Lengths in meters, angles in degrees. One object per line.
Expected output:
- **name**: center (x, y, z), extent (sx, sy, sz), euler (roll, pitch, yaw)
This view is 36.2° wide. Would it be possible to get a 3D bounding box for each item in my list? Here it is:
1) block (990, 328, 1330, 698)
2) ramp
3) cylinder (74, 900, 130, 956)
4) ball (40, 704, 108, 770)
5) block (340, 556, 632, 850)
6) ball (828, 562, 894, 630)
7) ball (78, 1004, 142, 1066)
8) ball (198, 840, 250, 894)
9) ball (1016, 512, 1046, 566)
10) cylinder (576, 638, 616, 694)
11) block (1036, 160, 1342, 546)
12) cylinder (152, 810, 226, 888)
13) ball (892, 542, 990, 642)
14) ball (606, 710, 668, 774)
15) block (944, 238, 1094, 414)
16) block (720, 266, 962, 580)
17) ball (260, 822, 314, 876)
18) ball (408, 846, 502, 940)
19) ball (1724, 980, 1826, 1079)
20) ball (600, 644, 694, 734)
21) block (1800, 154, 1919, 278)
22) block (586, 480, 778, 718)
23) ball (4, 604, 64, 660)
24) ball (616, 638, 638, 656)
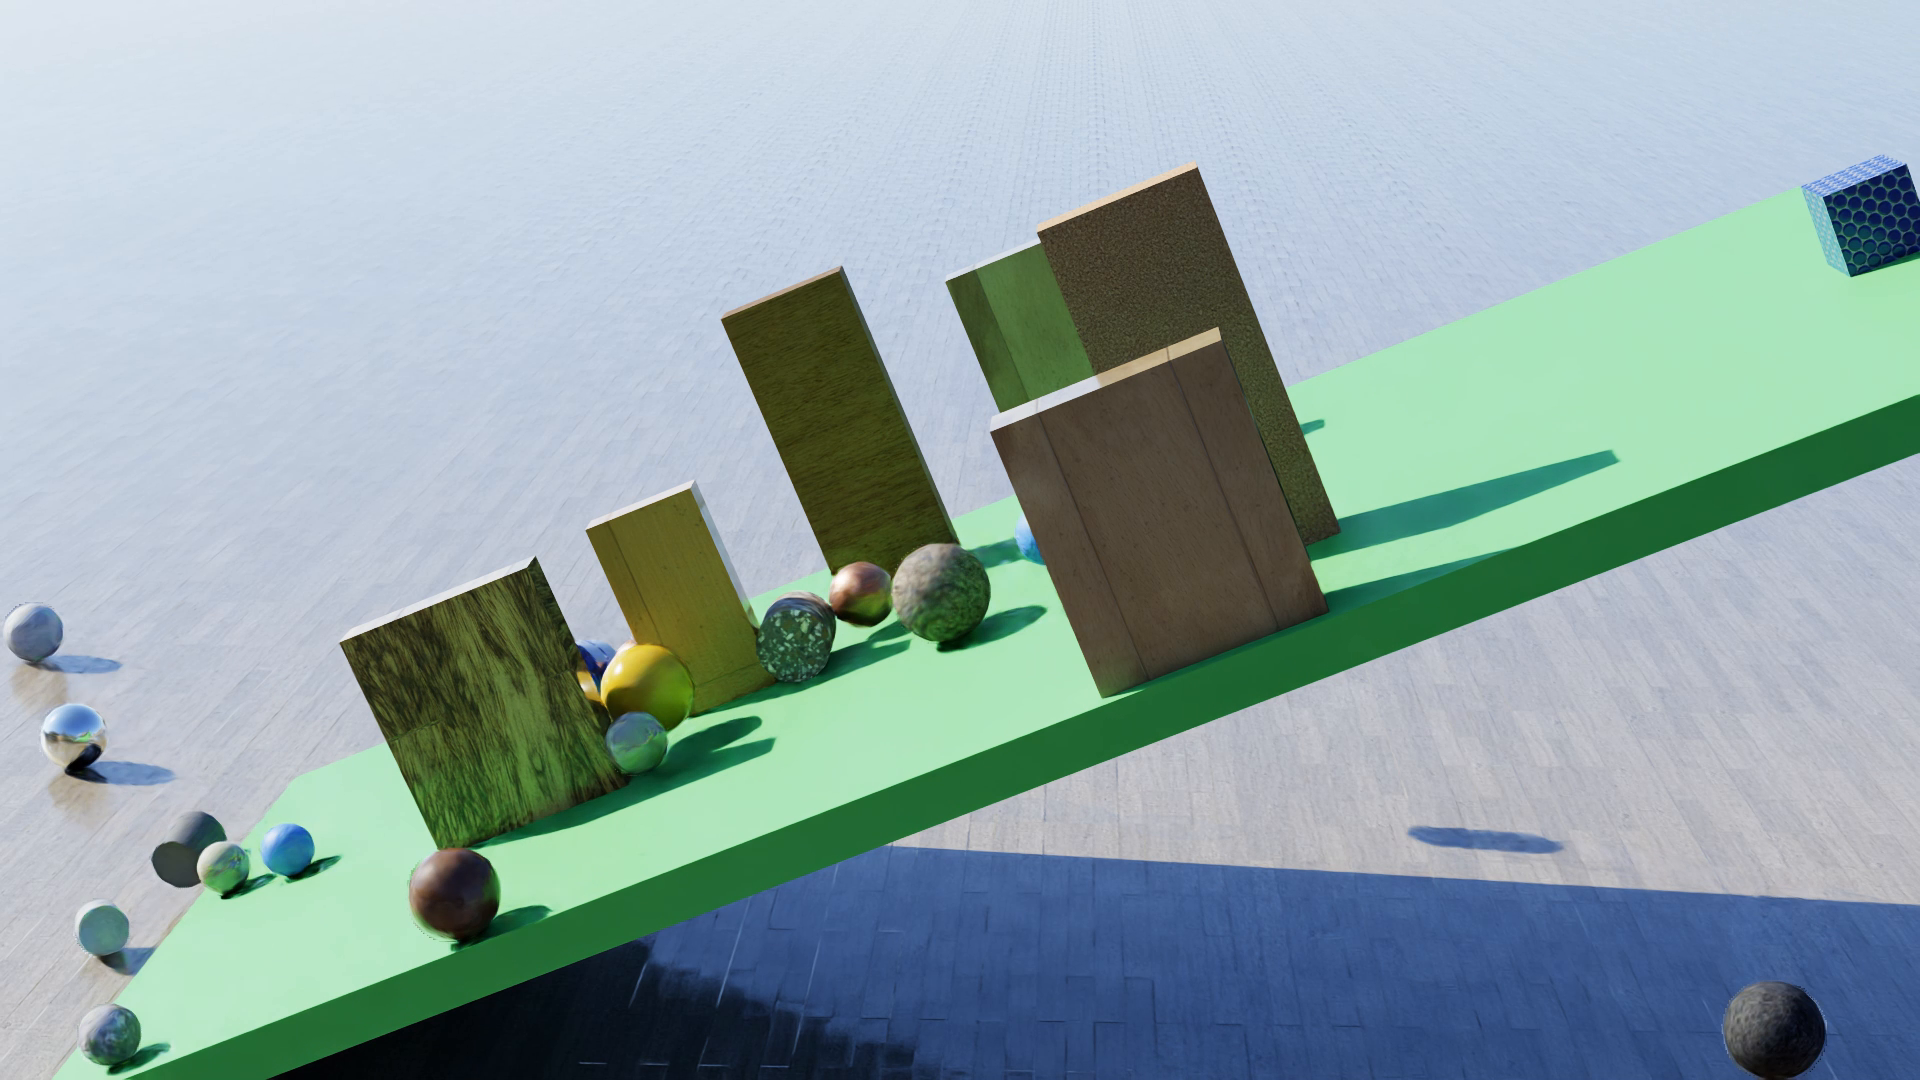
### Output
- **block**: center (0.360, -0.047, 5.299), extent (0.439, 0.533, 0.132), euler (-21, 12, 8)
- **ramp**: center (0.126, 0.172, 6.288), extent (4.000, 0.100, 2.000), euler (-21, 12, 8)
- **cylinder**: center (-1.921, 0.867, 6.583), extent (0.111, 0.111, 0.111), euler (-6, 2, -21)
- **ball**: center (-2.367, 0.524, 7.856), extent (0.176, 0.176, 0.176), euler (0, 14, 0)
- **block**: center (-0.981, 0.348, 6.117), extent (0.427, 0.504, 0.100), euler (-21, 12, 8)
- **ball**: center (-0.214, 0.122, 6.448), extent (0.148, 0.148, 0.148), euler (0, 14, 0)
- **ball**: center (-1.631, 0.950, 5.643), extent (0.118, 0.118, 0.118), euler (0, 14, 0)
- **ball**: center (-1.653, 0.735, 6.605), extent (0.117, 0.117, 0.117), euler (0, 14, 0)
- **ball**: center (0.191, -0.014, 6.392), extent (0.143, 0.143, 0.143), euler (0, 14, 0)
- **cylinder**: center (-0.881, 0.314, 6.795), extent (0.163, 0.163, 0.163), euler (3, 2, 13)
- **block**: center (0.447, -0.314, 5.722), extent (0.328, 0.768, 0.109), euler (-21, 12, 8)
- **cylinder**: center (-1.816, 0.729, 6.932), extent (0.130, 0.130, 0.130), euler (3, 29, 10)
- **ball**: center (-0.039, 0.109, 6.129), extent (0.207, 0.207, 0.207), euler (0, 14, 0)
- **ball**: center (-0.665, 0.416, 6.051), extent (0.129, 0.129, 0.129), euler (0, 14, 0)
- **block**: center (0.210, -0.385, 6.853), extent (0.277, 0.601, 0.093), euler (-21, 12, 8)
- **block**: center (-0.268, -0.238, 6.787), extent (0.294, 0.729, 0.088), euler (-21, 12, 8)
- **ball**: center (-1.490, 0.686, 6.518), extent (0.117, 0.117, 0.117), euler (0, 14, 0)
- **ball**: center (-0.944, 0.661, 5.498), extent (0.173, 0.173, 0.173), euler (0, 14, 0)
- **ball**: center (1.247, 0.751, 4.505), extent (0.150, 0.150, 0.150), euler (0, 14, 0)
- **ball**: center (-0.660, 0.319, 6.207), extent (0.199, 0.199, 0.199), euler (0, 14, 0)
- **block**: center (1.867, -0.669, 6.057), extent (0.178, 0.178, 0.178), euler (-22, 12, 7)
- **block**: center (-0.602, 0.135, 6.416), extent (0.248, 0.471, 0.084), euler (-21, 12, 8)
- **ball**: center (-2.784, 0.277, 8.842), extent (0.173, 0.173, 0.173), euler (0, 14, 0)
- **ball**: center (-0.730, 0.289, 6.780), extent (0.138, 0.138, 0.138), euler (0, 14, 0)
